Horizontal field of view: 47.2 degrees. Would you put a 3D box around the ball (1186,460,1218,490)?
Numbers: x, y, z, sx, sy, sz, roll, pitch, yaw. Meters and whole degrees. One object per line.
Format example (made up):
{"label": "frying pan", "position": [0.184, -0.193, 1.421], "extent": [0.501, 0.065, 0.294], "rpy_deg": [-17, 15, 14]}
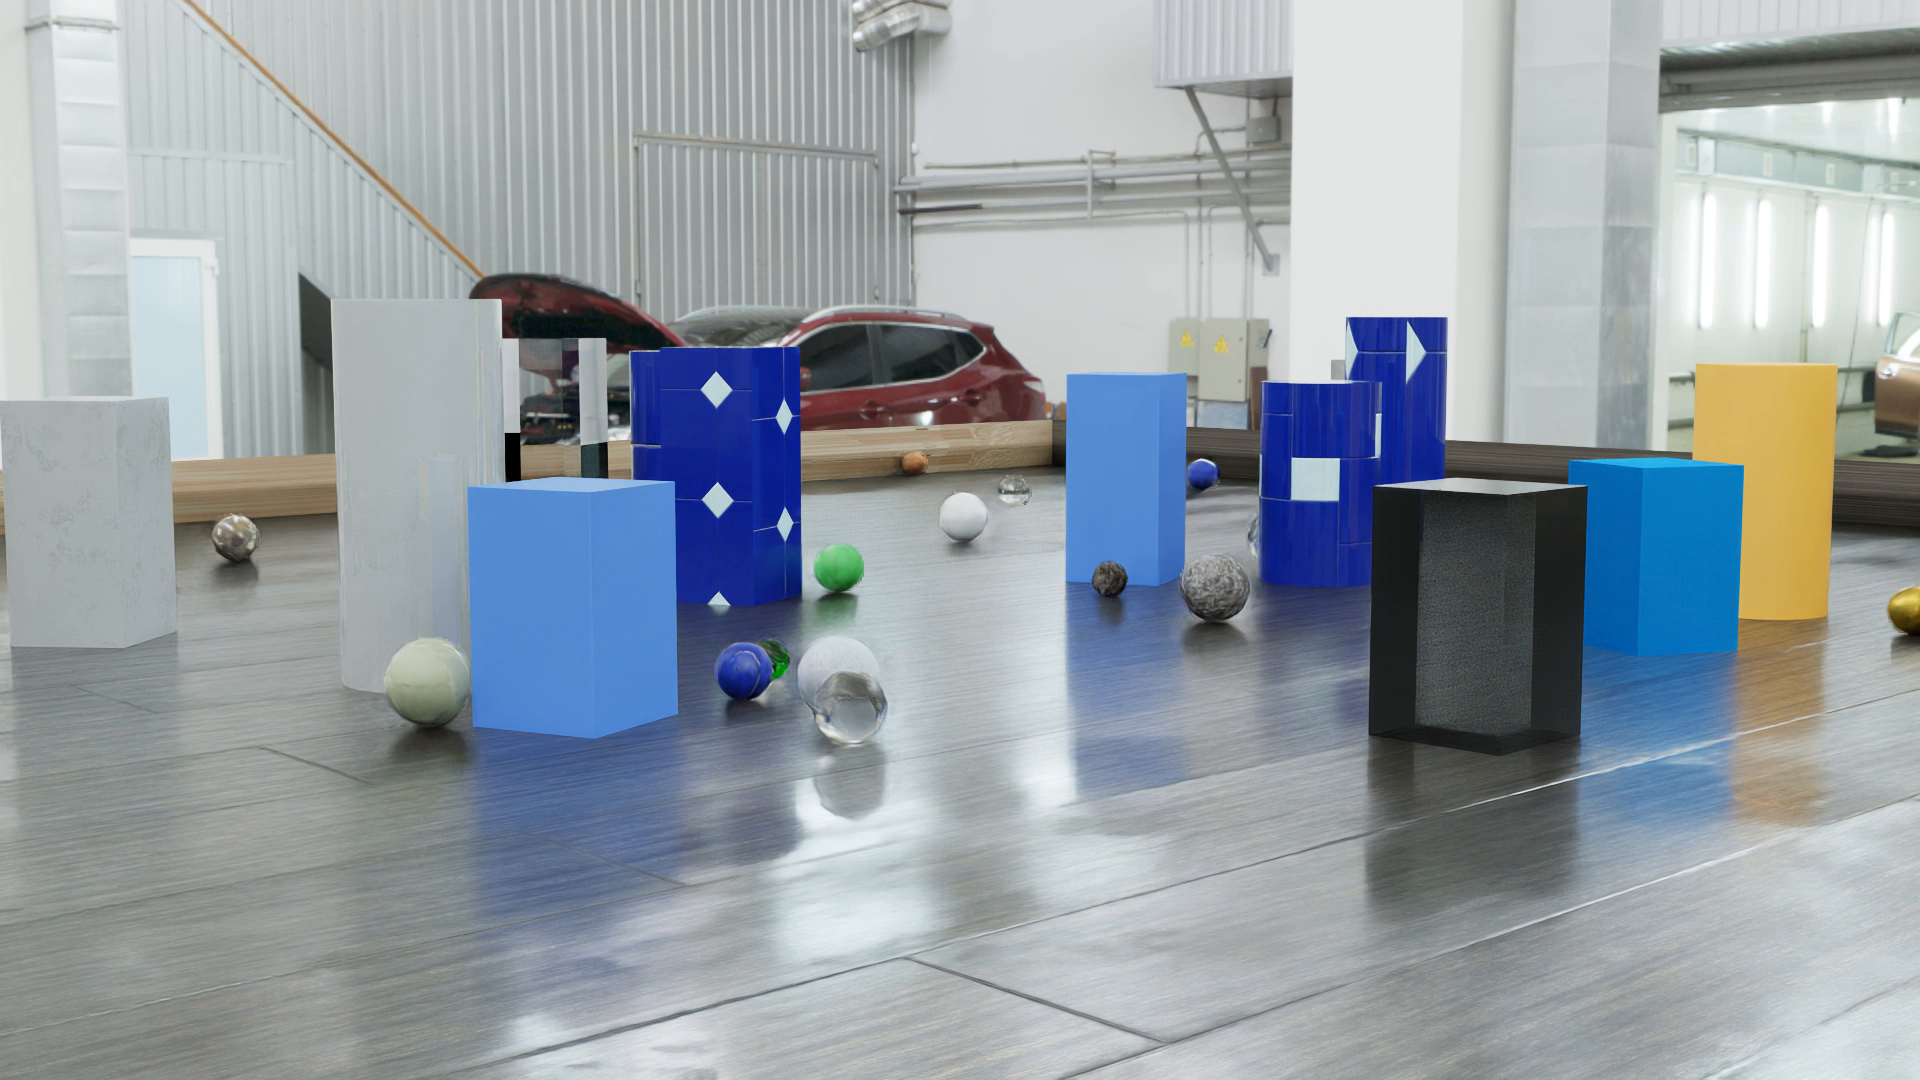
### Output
{"label": "ball", "position": [0.603, -0.163, 5.465], "extent": [0.077, 0.077, 0.077], "rpy_deg": [0, 6, 0]}

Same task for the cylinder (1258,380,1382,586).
{"label": "cylinder", "position": [0.594, -0.098, 3.635], "extent": [0.197, 0.328, 0.197], "rpy_deg": [0, 6, 0]}

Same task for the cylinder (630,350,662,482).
{"label": "cylinder", "position": [-0.547, -0.188, 4.319], "extent": [0.197, 0.366, 0.197], "rpy_deg": [0, 6, 0]}

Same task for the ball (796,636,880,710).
{"label": "ball", "position": [-0.133, 0.150, 2.401], "extent": [0.091, 0.091, 0.091], "rpy_deg": [0, 6, 0]}

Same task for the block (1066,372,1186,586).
{"label": "block", "position": [0.277, -0.106, 3.650], "extent": [0.158, 0.341, 0.158], "rpy_deg": [2, 6, 22]}

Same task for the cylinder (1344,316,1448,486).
{"label": "cylinder", "position": [0.855, -0.222, 4.328], "extent": [0.197, 0.432, 0.197], "rpy_deg": [0, 6, 0]}

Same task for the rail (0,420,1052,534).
{"label": "rail", "position": [-1.384, -0.122, 4.824], "extent": [4.538, 0.128, 0.045], "rpy_deg": [-5, 8, -42]}

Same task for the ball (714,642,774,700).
{"label": "ball", "position": [-0.248, 0.150, 2.521], "extent": [0.067, 0.067, 0.067], "rpy_deg": [0, 6, 0]}

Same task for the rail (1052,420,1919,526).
{"label": "rail", "position": [1.650, -0.125, 4.846], "extent": [0.045, 0.128, 4.130], "rpy_deg": [-5, 8, -42]}

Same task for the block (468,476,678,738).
{"label": "block", "position": [-0.418, 0.068, 2.385], "extent": [0.158, 0.258, 0.158], "rpy_deg": [3, 7, 26]}

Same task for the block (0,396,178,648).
{"label": "block", "position": [-1.177, -0.028, 2.978], "extent": [0.158, 0.327, 0.158], "rpy_deg": [1, 6, 5]}

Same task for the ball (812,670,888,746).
{"label": "ball", "position": [-0.113, 0.172, 2.259], "extent": [0.077, 0.077, 0.077], "rpy_deg": [0, 6, 0]}

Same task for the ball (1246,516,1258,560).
{"label": "ball", "position": [0.549, -0.003, 3.833], "extent": [0.098, 0.098, 0.098], "rpy_deg": [0, 6, 0]}

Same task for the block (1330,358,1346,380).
{"label": "block", "position": [0.876, -0.210, 4.639], "extent": [0.158, 0.342, 0.158], "rpy_deg": [3, 6, 23]}

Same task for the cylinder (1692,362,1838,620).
{"label": "cylinder", "position": [1.186, -0.077, 3.255], "extent": [0.197, 0.366, 0.197], "rpy_deg": [0, 6, 0]}

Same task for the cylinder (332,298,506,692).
{"label": "cylinder", "position": [-0.646, -0.059, 2.640], "extent": [0.197, 0.457, 0.197], "rpy_deg": [0, 6, 0]}

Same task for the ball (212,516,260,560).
{"label": "ball", "position": [-1.293, -0.004, 3.925], "extent": [0.081, 0.081, 0.081], "rpy_deg": [0, 6, 0]}

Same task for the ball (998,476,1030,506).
{"label": "ball", "position": [0.123, -0.111, 5.012], "extent": [0.069, 0.069, 0.069], "rpy_deg": [0, 6, 0]}

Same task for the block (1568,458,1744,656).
{"label": "block", "position": [0.920, 0.019, 2.924], "extent": [0.158, 0.244, 0.158], "rpy_deg": [-2, 6, -20]}

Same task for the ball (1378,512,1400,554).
{"label": "ball", "position": [0.767, -0.013, 4.029], "extent": [0.077, 0.077, 0.077], "rpy_deg": [0, 6, 0]}

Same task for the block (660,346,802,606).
{"label": "block", "position": [-0.353, -0.103, 3.400], "extent": [0.158, 0.388, 0.158], "rpy_deg": [3, 6, 23]}

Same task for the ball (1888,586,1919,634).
{"label": "ball", "position": [1.316, 0.096, 3.030], "extent": [0.067, 0.067, 0.067], "rpy_deg": [0, 6, 0]}

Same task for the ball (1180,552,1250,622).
{"label": "ball", "position": [0.366, 0.068, 3.154], "extent": [0.099, 0.099, 0.099], "rpy_deg": [0, 6, 0]}

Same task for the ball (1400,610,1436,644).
{"label": "ball", "position": [0.614, 0.116, 2.951], "extent": [0.045, 0.045, 0.045], "rpy_deg": [0, 6, 0]}

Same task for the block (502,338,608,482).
{"label": "block", "position": [-0.801, -0.200, 4.313], "extent": [0.158, 0.390, 0.158], "rpy_deg": [3, 6, 23]}

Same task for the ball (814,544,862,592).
{"label": "ball", "position": [-0.194, 0.044, 3.489], "extent": [0.076, 0.076, 0.076], "rpy_deg": [0, 6, 0]}

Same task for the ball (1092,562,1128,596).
{"label": "ball", "position": [0.234, 0.061, 3.432], "extent": [0.055, 0.055, 0.055], "rpy_deg": [0, 6, 0]}

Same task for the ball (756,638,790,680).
{"label": "ball", "position": [-0.231, 0.144, 2.659], "extent": [0.050, 0.050, 0.050], "rpy_deg": [0, 6, 0]}

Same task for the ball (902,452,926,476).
{"label": "ball", "position": [-0.126, -0.204, 5.919], "extent": [0.065, 0.065, 0.065], "rpy_deg": [0, 6, 0]}

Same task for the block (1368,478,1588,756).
{"label": "block", "position": [0.541, 0.074, 2.300], "extent": [0.158, 0.263, 0.158], "rpy_deg": [6, 8, 45]}

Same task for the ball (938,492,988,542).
{"label": "ball", "position": [0.006, -0.044, 4.250], "extent": [0.094, 0.094, 0.094], "rpy_deg": [0, 6, 0]}

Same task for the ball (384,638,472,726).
{"label": "ball", "position": [-0.570, 0.153, 2.364], "extent": [0.094, 0.094, 0.094], "rpy_deg": [0, 6, 0]}
